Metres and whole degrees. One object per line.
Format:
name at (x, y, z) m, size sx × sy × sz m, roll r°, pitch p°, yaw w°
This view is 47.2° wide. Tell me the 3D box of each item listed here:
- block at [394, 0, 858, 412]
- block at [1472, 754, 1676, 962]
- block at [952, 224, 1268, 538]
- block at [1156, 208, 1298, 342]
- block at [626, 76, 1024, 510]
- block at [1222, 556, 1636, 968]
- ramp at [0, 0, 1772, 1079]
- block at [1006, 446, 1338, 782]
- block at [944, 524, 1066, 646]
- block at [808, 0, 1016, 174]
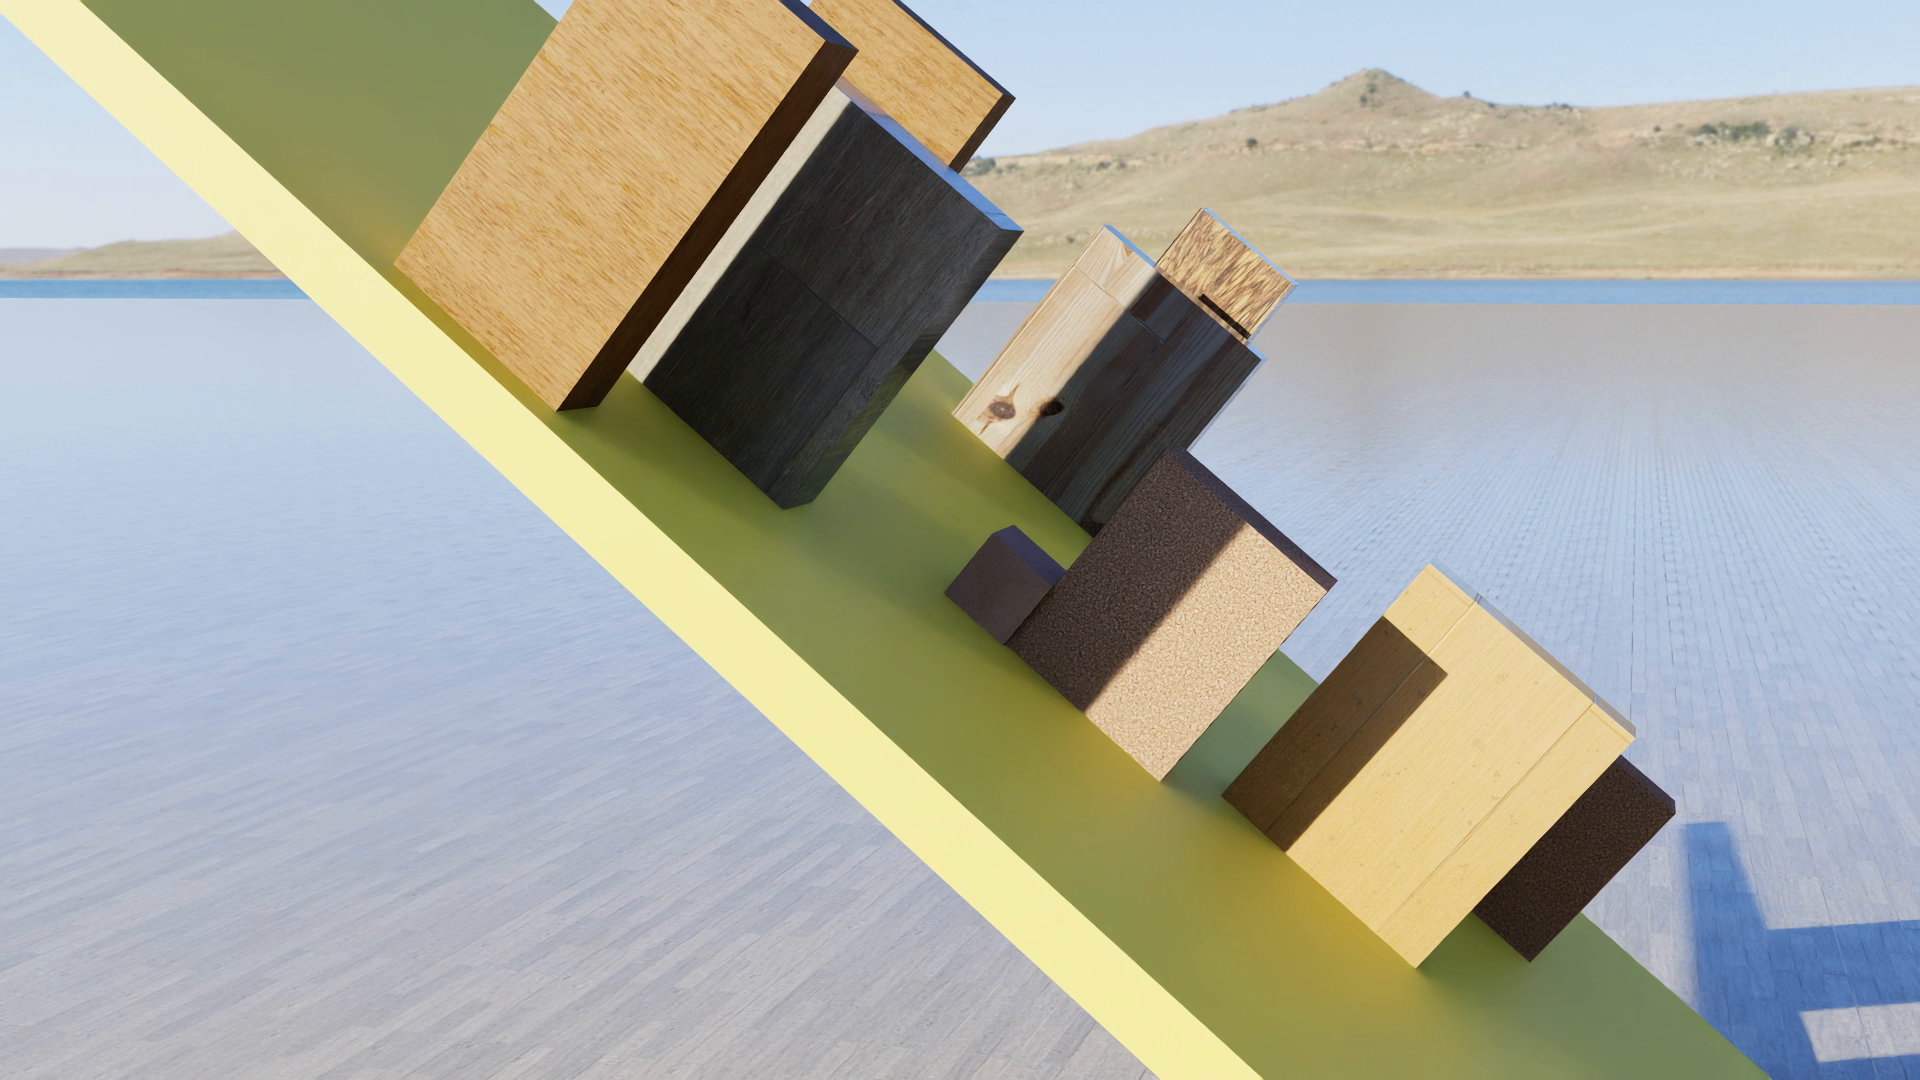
block at (-0.493, -0.556, 3.212) m, size 0.338 × 0.670 × 0.139 m, roll 42°, pitch 16°, yaw 9°
block at (1.118, 0.556, 4.222) m, size 0.294 × 0.401 × 0.106 m, roll 42°, pitch 16°, yaw 9°
block at (0.310, -0.323, 4.620) m, size 0.435 × 0.514 × 0.085 m, roll 42°, pitch 16°, yaw 9°
block at (0.430, -0.393, 4.832) m, size 0.260 × 0.646 × 0.082 m, roll 42°, pitch 16°, yaw 9°
block at (-0.252, -0.412, 3.527) m, size 0.438 × 0.572 × 0.132 m, roll 42°, pitch 16°, yaw 9°
block at (0.789, 0.377, 3.733) m, size 0.435 × 0.541 × 0.097 m, roll 42°, pitch 16°, yaw 9°
ramp at (-0.002, 0.050, 4.041) m, size 4.000 × 0.100 × 2.000 m, roll 42°, pitch 16°, yaw 9°
block at (0.352, 0.121, 3.673) m, size 0.344 × 0.426 × 0.134 m, roll 42°, pitch 16°, yaw 9°
block at (0.083, 0.075, 3.735) m, size 0.134 × 0.134 × 0.134 m, roll 42°, pitch 16°, yaw 9°
block at (-0.255, -0.689, 4.112) m, size 0.394 × 0.658 × 0.093 m, roll 42°, pitch 16°, yaw 9°
